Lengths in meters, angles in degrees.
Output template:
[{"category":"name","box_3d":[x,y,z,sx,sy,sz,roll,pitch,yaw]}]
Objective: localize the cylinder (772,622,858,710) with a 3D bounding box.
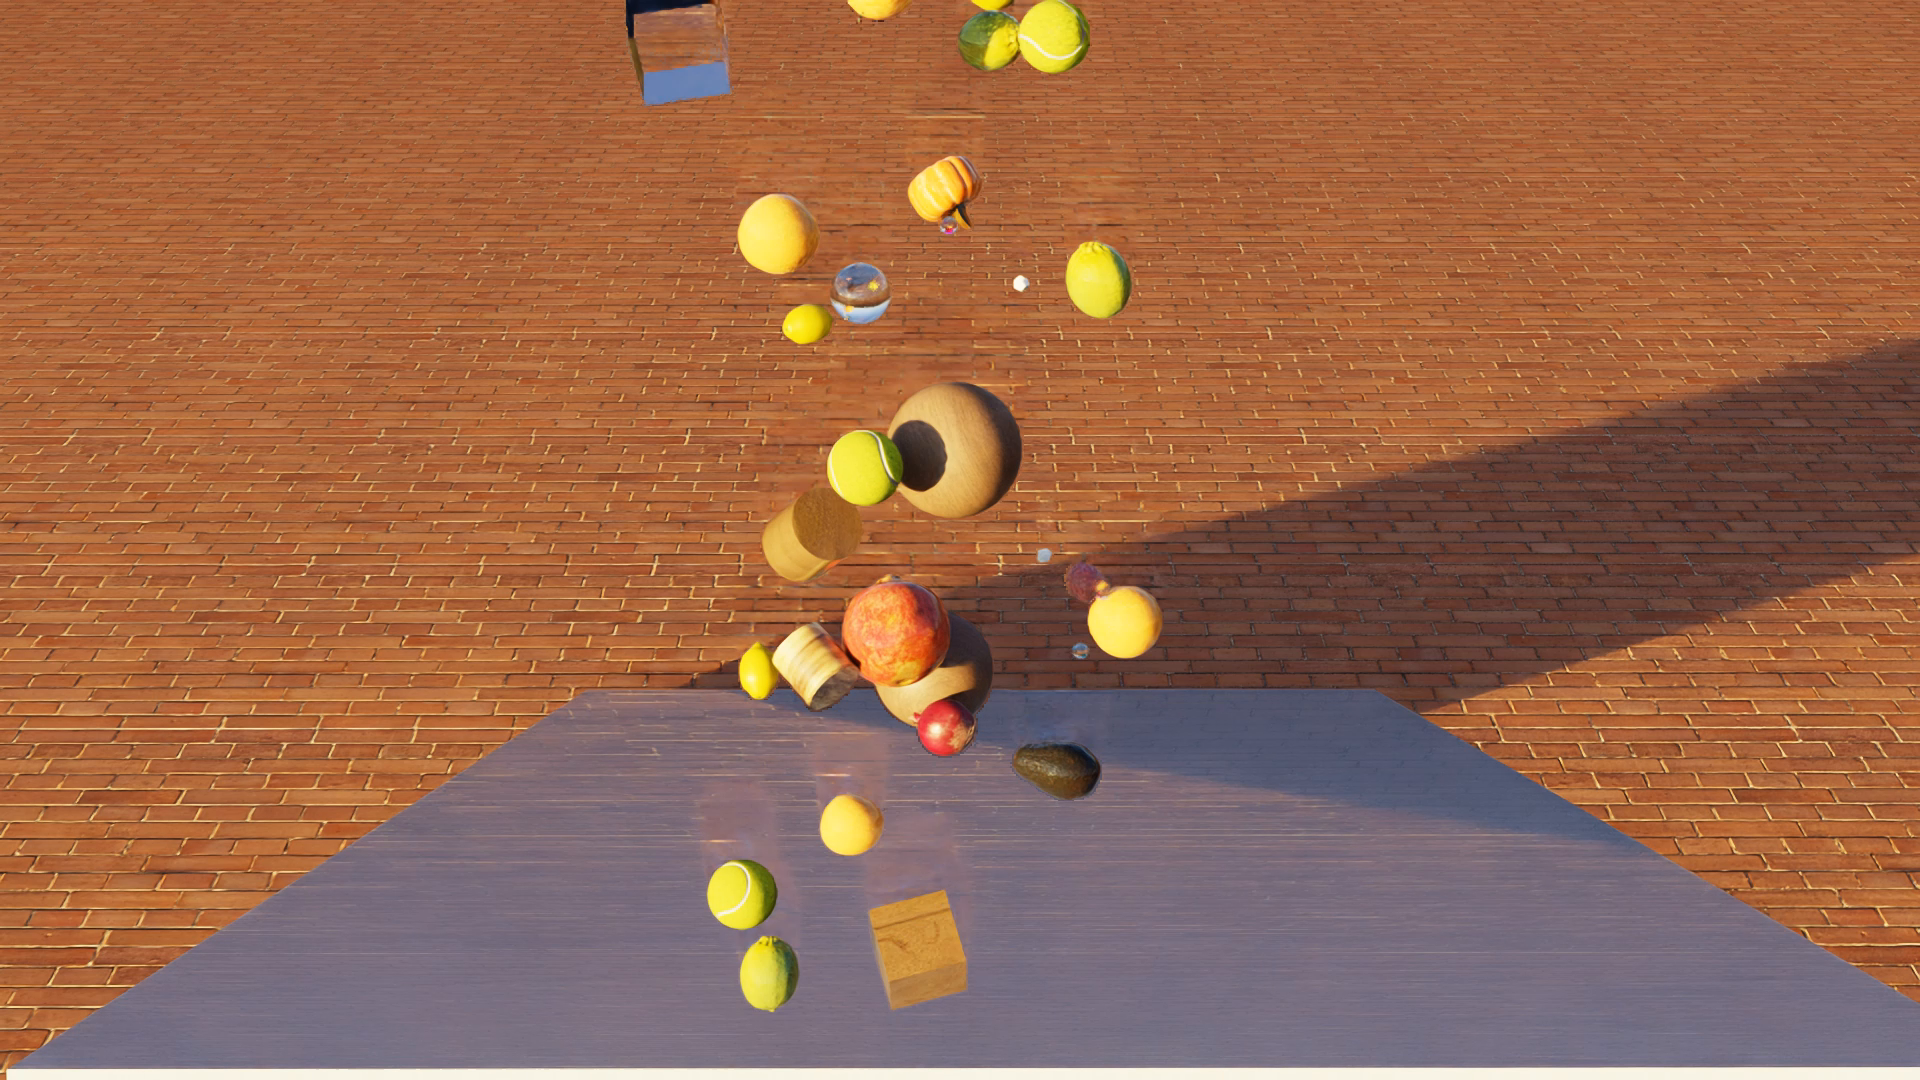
[{"category":"cylinder","box_3d":[-0.147,0.128,2.616,0.063,0.063,0.063,-24,63,-42]}]

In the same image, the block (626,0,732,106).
[{"category":"block","box_3d":[-0.263,-0.469,2.406,0.082,0.082,0.082,-8,51,1]}]

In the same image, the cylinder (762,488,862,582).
[{"category":"cylinder","box_3d":[-0.141,-0.005,2.456,0.073,0.073,0.073,-16,-9,-31]}]

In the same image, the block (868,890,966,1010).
[{"category":"block","box_3d":[-0.043,0.420,2.641,0.080,0.080,0.080,-14,60,-8]}]

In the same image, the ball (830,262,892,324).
[{"category":"ball","box_3d":[-0.095,-0.235,2.454,0.058,0.058,0.058,0,24,0]}]

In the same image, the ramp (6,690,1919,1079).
[{"category":"ramp","box_3d":[0.055,0.501,4.547,2.000,0.100,4.000,0,2,0]}]
